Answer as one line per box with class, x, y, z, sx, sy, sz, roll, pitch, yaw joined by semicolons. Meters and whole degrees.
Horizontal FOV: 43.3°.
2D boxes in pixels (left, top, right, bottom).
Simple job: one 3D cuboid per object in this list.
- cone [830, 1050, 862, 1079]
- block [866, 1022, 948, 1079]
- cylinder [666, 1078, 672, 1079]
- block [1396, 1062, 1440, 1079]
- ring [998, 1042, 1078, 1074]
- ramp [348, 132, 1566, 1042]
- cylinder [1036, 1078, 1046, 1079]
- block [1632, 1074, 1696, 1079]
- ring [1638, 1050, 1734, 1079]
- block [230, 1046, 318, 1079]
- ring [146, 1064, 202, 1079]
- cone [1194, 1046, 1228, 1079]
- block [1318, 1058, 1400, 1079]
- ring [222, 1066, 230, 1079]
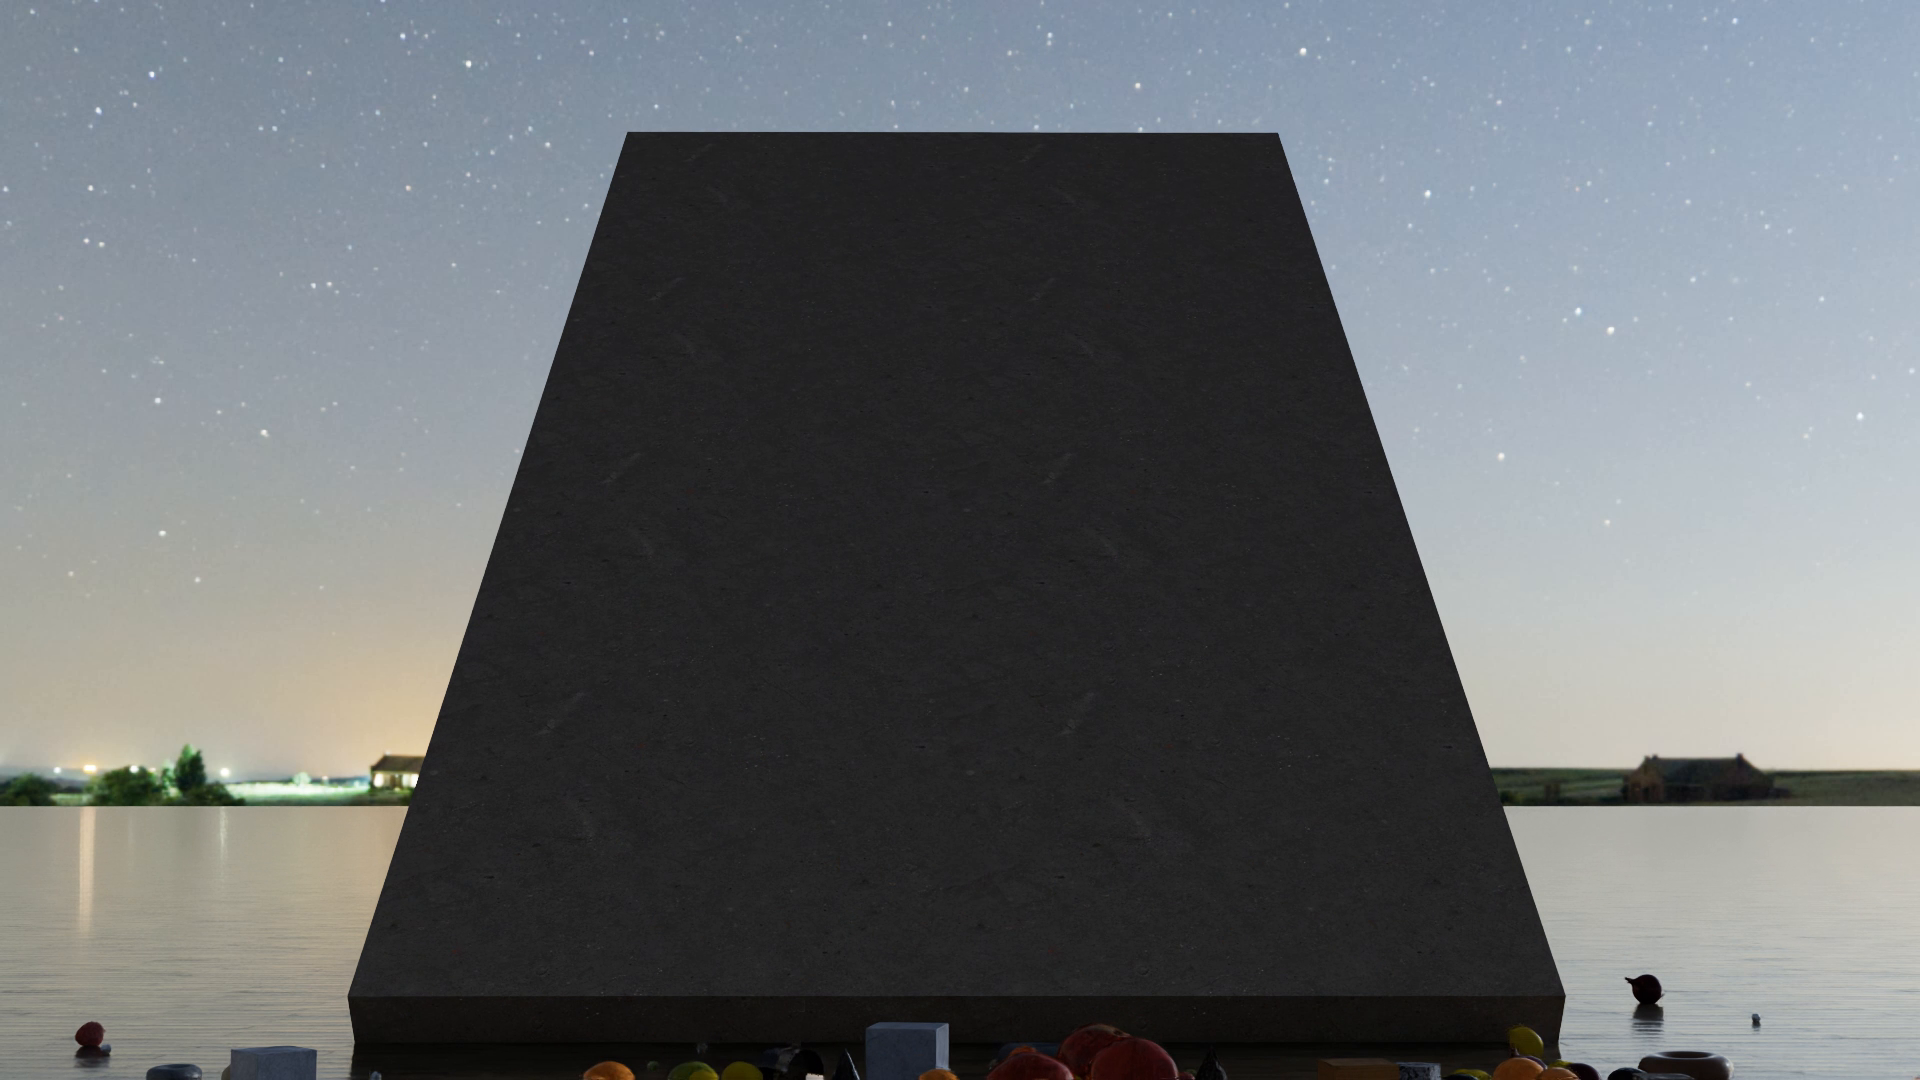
cone;-0.148;0.699;3.133;0.081;0.081;0.081;0;-6;0
block;-0.071;0.707;3.274;0.096;0.096;0.096;-1;-6;9
cylinder;-0.358;0.679;2.862;0.063;0.063;0.063;-4;7;32
block;0.597;0.717;3.174;0.055;0.055;0.055;-3;-7;26
ring;0.114;0.769;3.584;0.120;0.040;0.120;1;-7;0
ramp;-0.013;-0.209;5.722;2.000;0.100;4.000;0;30;0
cylinder;0.074;0.649;2.695;0.087;0.087;0.087;-3;-7;26
block;0.866;0.691;2.969;0.063;0.063;0.063;0;-6;3
ring;1.024;0.748;3.408;0.131;0.044;0.131;-1;-5;0
block;-0.886;0.698;3.117;0.080;0.080;0.080;5;-8;-41
ring;-1.113;0.759;3.423;0.077;0.026;0.077;-1;-5;0
cone;0.326;0.696;3.126;0.086;0.086;0.086;0;-6;0
block;0.489;0.682;2.969;0.080;0.080;0.080;1;-6;-6
ring;-0.970;0.746;3.361;0.112;0.037;0.112;-1;-7;0
